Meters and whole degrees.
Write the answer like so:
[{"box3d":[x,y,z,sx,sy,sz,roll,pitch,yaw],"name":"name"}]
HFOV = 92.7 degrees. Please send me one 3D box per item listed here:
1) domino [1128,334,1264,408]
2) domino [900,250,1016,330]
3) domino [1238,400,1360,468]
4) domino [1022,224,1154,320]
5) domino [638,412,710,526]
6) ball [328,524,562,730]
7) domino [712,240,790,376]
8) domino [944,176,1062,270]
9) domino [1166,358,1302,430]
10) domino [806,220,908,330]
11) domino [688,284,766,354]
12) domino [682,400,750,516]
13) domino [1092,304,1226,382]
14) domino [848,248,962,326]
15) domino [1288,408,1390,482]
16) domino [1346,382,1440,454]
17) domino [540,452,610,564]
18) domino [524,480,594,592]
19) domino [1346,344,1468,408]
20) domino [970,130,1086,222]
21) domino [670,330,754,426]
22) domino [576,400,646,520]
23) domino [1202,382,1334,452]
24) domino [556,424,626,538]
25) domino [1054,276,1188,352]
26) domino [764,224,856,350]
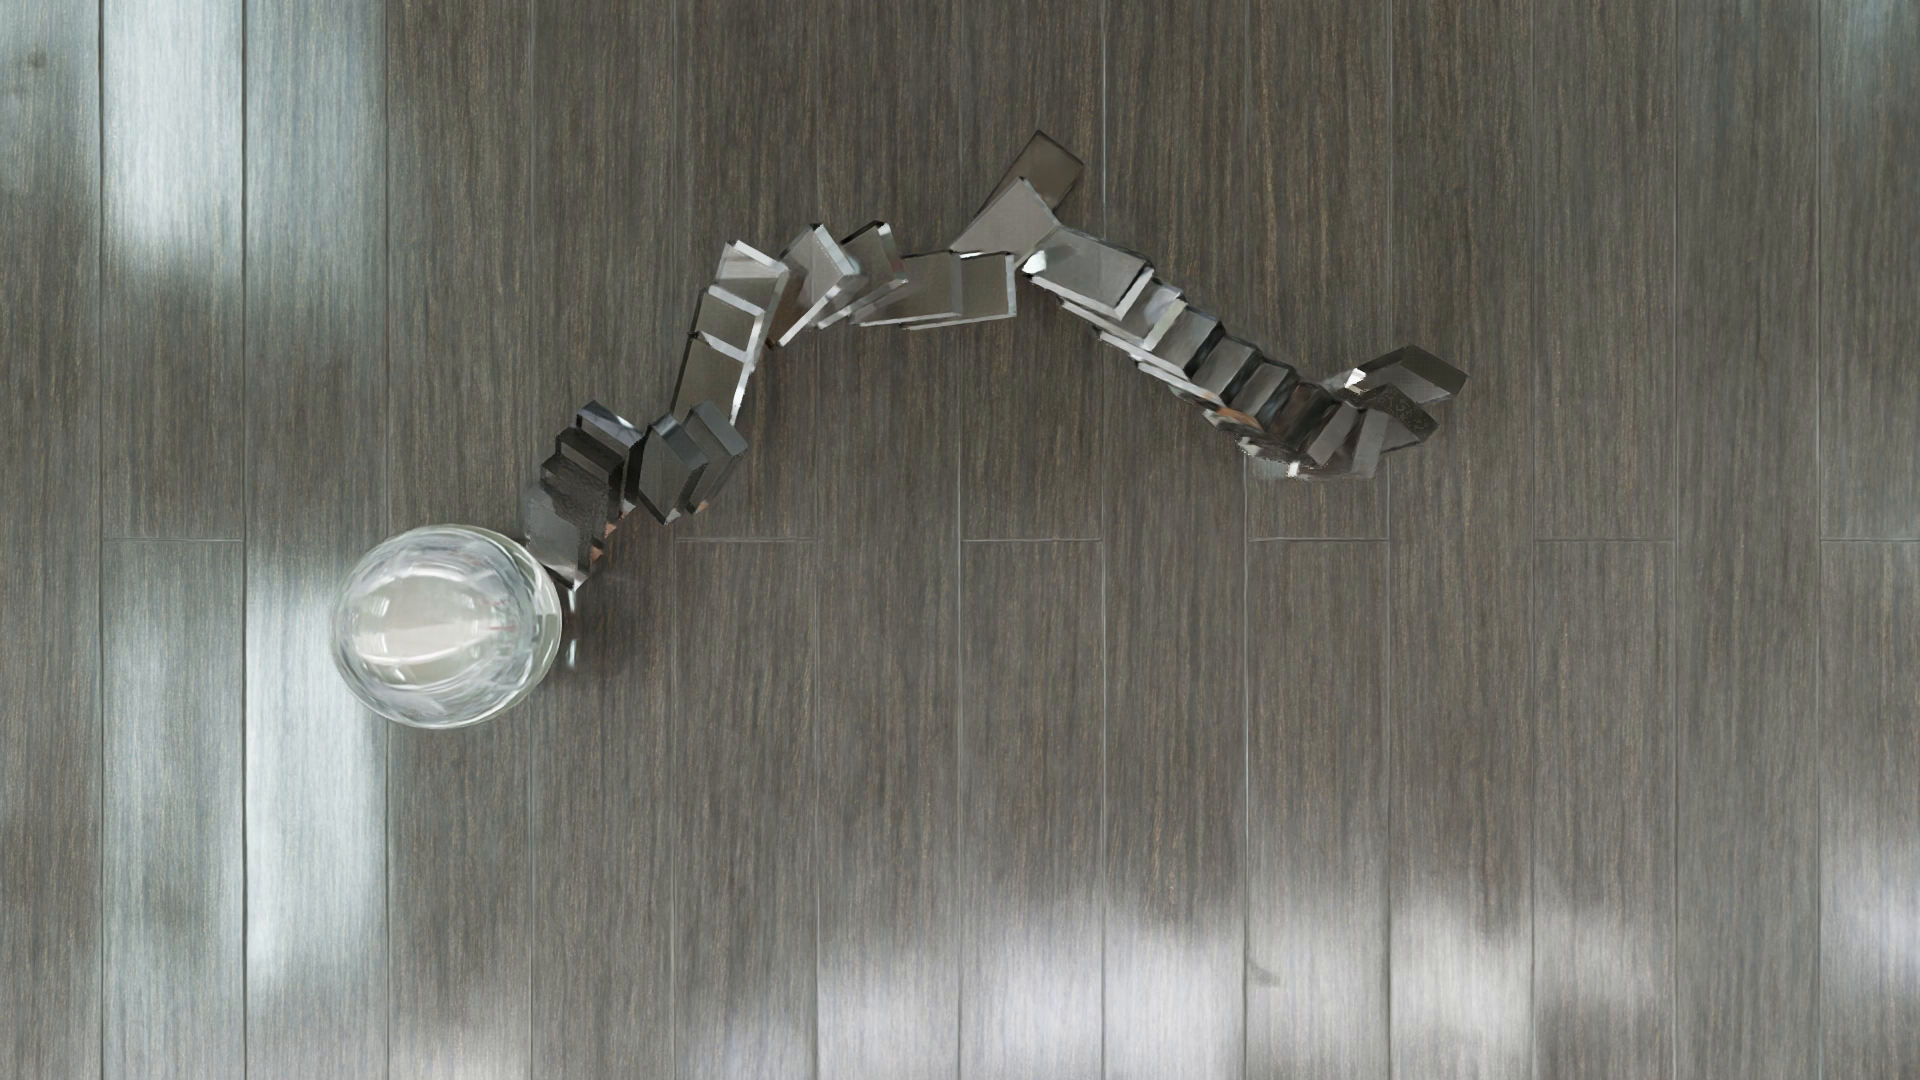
[{"box3d":[0.097,-0.076,0.380,0.025,0.009,0.050,-53,47,0],"name":"domino"},{"box3d":[-0.002,-0.104,0.384,0.050,0.009,0.025,-1,95,24],"name":"domino"},{"box3d":[0.138,-0.045,0.375,0.009,0.050,0.025,37,90,-16],"name":"domino"},{"box3d":[0.053,-0.113,0.382,0.050,0.010,0.025,34,90,33],"name":"domino"},{"box3d":[-0.121,-0.028,0.377,0.025,0.050,0.010,49,51,1],"name":"domino"},{"box3d":[-0.200,0.034,0.360,0.080,0.080,0.080,0,90,0],"name":"ball"},{"box3d":[-0.092,-0.096,0.383,0.025,0.010,0.050,29,120,1],"name":"domino"},{"box3d":[0.015,-0.124,0.384,0.050,0.010,0.025,-37,90,28],"name":"domino"},{"box3d":[0.112,-0.065,0.378,0.010,0.050,0.025,37,90,-39],"name":"domino"},{"box3d":[-0.048,-0.110,0.383,0.050,0.009,0.025,-19,90,32],"name":"domino"},{"box3d":[-0.101,-0.078,0.384,0.025,0.009,0.050,25,120,0],"name":"domino"},{"box3d":[-0.107,-0.033,0.379,0.025,0.050,0.010,50,46,0],"name":"domino"},{"box3d":[0.082,-0.088,0.381,0.050,0.010,0.025,37,90,37],"name":"domino"},{"box3d":[-0.024,-0.105,0.383,0.050,0.009,0.025,0,96,27],"name":"domino"},{"box3d":[0.154,-0.038,0.375,0.009,0.050,0.025,15,90,-7],"name":"domino"},{"box3d":[0.170,-0.048,0.375,0.025,0.050,0.010,41,88,0],"name":"domino"},{"box3d":[-0.159,-0.012,0.378,0.025,0.050,0.009,34,50,0],"name":"domino"},{"box3d":[-0.166,-0.001,0.378,0.025,0.050,0.009,34,50,0],"name":"domino"},{"box3d":[0.181,-0.065,0.375,0.025,0.050,0.009,29,90,0],"name":"domino"},{"box3d":[0.029,-0.148,0.395,0.025,0.010,0.050,36,90,0],"name":"domino"},{"box3d":[-0.106,-0.059,0.383,0.025,0.010,0.050,26,120,0],"name":"domino"},{"box3d":[-0.145,-0.032,0.378,0.025,0.050,0.009,33,50,0],"name":"domino"},{"box3d":[0.125,-0.054,0.376,0.009,0.050,0.025,37,90,-29],"name":"domino"},{"box3d":[-0.153,-0.023,0.378,0.025,0.050,0.010,34,50,0],"name":"domino"},{"box3d":[0.066,-0.101,0.382,0.050,0.010,0.025,37,90,33],"name":"domino"},{"box3d":[-0.069,-0.105,0.383,0.050,0.010,0.025,-35,90,31],"name":"domino"}]
